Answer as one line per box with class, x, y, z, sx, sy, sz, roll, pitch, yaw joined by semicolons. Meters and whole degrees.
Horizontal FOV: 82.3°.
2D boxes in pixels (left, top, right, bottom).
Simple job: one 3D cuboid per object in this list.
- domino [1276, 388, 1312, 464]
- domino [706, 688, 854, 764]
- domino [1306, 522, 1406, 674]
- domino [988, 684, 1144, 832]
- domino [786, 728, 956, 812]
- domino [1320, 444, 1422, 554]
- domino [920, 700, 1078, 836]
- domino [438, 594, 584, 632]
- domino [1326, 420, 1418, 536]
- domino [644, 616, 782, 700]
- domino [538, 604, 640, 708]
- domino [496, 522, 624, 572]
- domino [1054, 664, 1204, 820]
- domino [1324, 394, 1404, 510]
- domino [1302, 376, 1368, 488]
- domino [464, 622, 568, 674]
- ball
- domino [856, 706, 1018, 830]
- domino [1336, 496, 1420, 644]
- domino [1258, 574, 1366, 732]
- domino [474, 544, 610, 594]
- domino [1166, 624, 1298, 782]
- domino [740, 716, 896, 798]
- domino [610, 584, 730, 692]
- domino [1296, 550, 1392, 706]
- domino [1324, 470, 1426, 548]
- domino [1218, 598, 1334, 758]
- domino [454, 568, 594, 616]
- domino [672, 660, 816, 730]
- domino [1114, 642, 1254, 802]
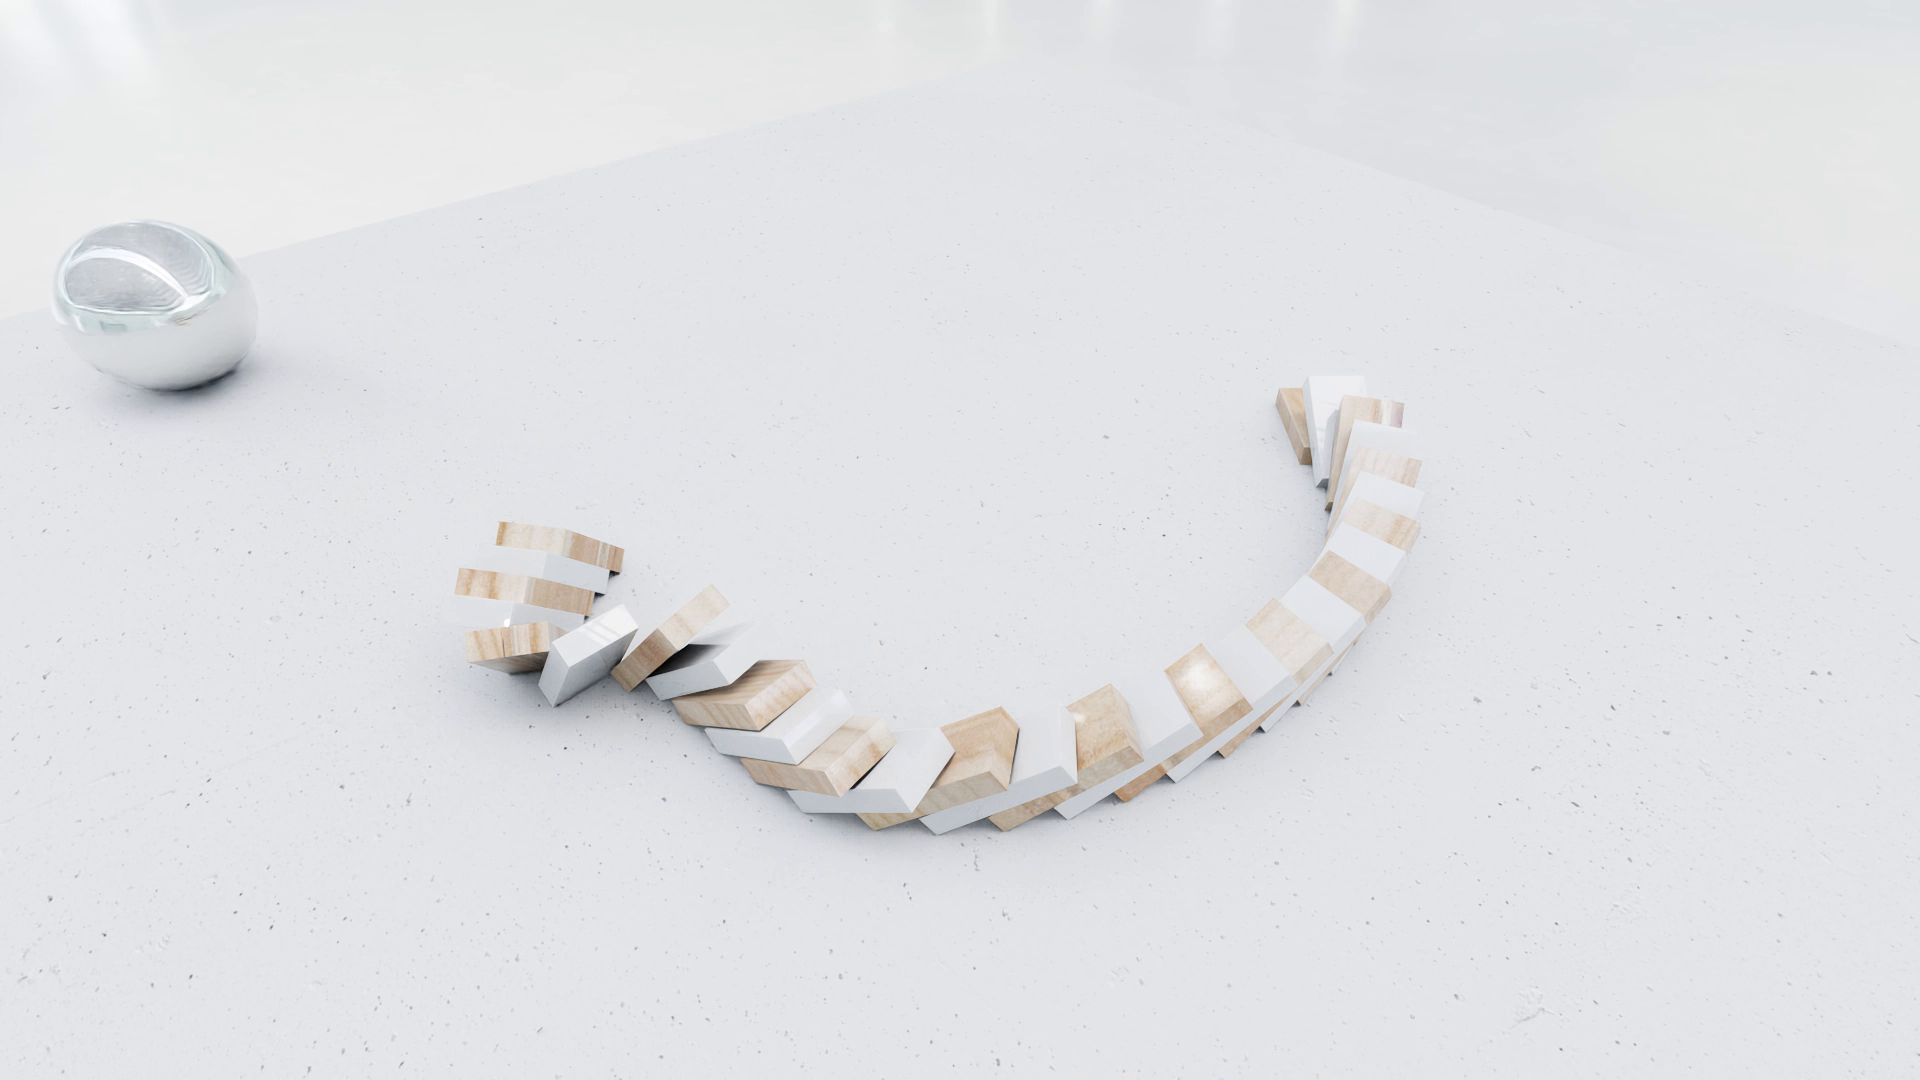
domino;0.165;-0.053;0.508;0.025;0.010;0.050;0;39;0
domino;-0.058;0.058;0.351;0.025;0.010;0.050;-39;20;-35
domino;0.137;0.021;0.398;0.025;0.009;0.050;31;81;32
domino;0.030;0.067;0.340;0.050;0.010;0.025;-31;37;16
domino;-0.028;0.071;0.336;0.050;0.009;0.025;-13;27;43
domino;0.163;-0.011;0.437;0.025;0.010;0.050;18;75;21
domino;0.011;0.070;0.337;0.050;0.010;0.025;-26;33;23
domino;-0.155;0.027;0.383;0.025;0.050;0.010;6;82;8
domino;0.169;-0.023;0.451;0.025;0.009;0.050;14;74;16
domino;-0.084;0.040;0.371;0.050;0.009;0.025;-18;19;48
domino;-0.124;0.039;0.367;0.025;0.050;0.010;-32;84;-33
domino;-0.149;0.003;0.413;0.025;0.050;0.010;6;82;8
domino;0.048;0.063;0.346;0.050;0.009;0.025;-35;41;10
domino;0.172;-0.036;0.466;0.025;0.009;0.050;10;73;11
domino;0.167;-0.048;0.484;0.025;0.010;0.050;0;69;0
domino;-0.146;0.037;0.371;0.025;0.050;0.009;-8;80;-9
ball;-0.382;-0.111;0.524;0.080;0.080;0.080;0;39;0
domino;-0.007;0.070;0.337;0.050;0.009;0.025;-24;30;28
domino;0.148;0.011;0.410;0.025;0.010;0.050;28;79;30
domino;0.111;0.038;0.376;0.050;0.009;0.025;-46;51;-2
domino;-0.152;0.011;0.403;0.025;0.050;0.010;6;82;8
domino;0.081;0.053;0.359;0.050;0.009;0.025;-40;45;4
domino;-0.045;0.066;0.342;0.050;0.009;0.025;-7;26;50
domino;-0.099;0.034;0.374;0.009;0.050;0.025;49;49;-5
domino;0.125;0.030;0.386;0.050;0.009;0.025;-49;53;-4
domino;0.156;0.000;0.423;0.025;0.009;0.050;23;77;25
domino;0.097;0.046;0.368;0.050;0.010;0.025;-44;49;0
domino;-0.154;0.019;0.393;0.025;0.050;0.010;6;82;8
domino;-0.072;0.050;0.362;0.050;0.009;0.025;-8;23;50
domino;0.065;0.058;0.352;0.050;0.009;0.025;-38;44;6
